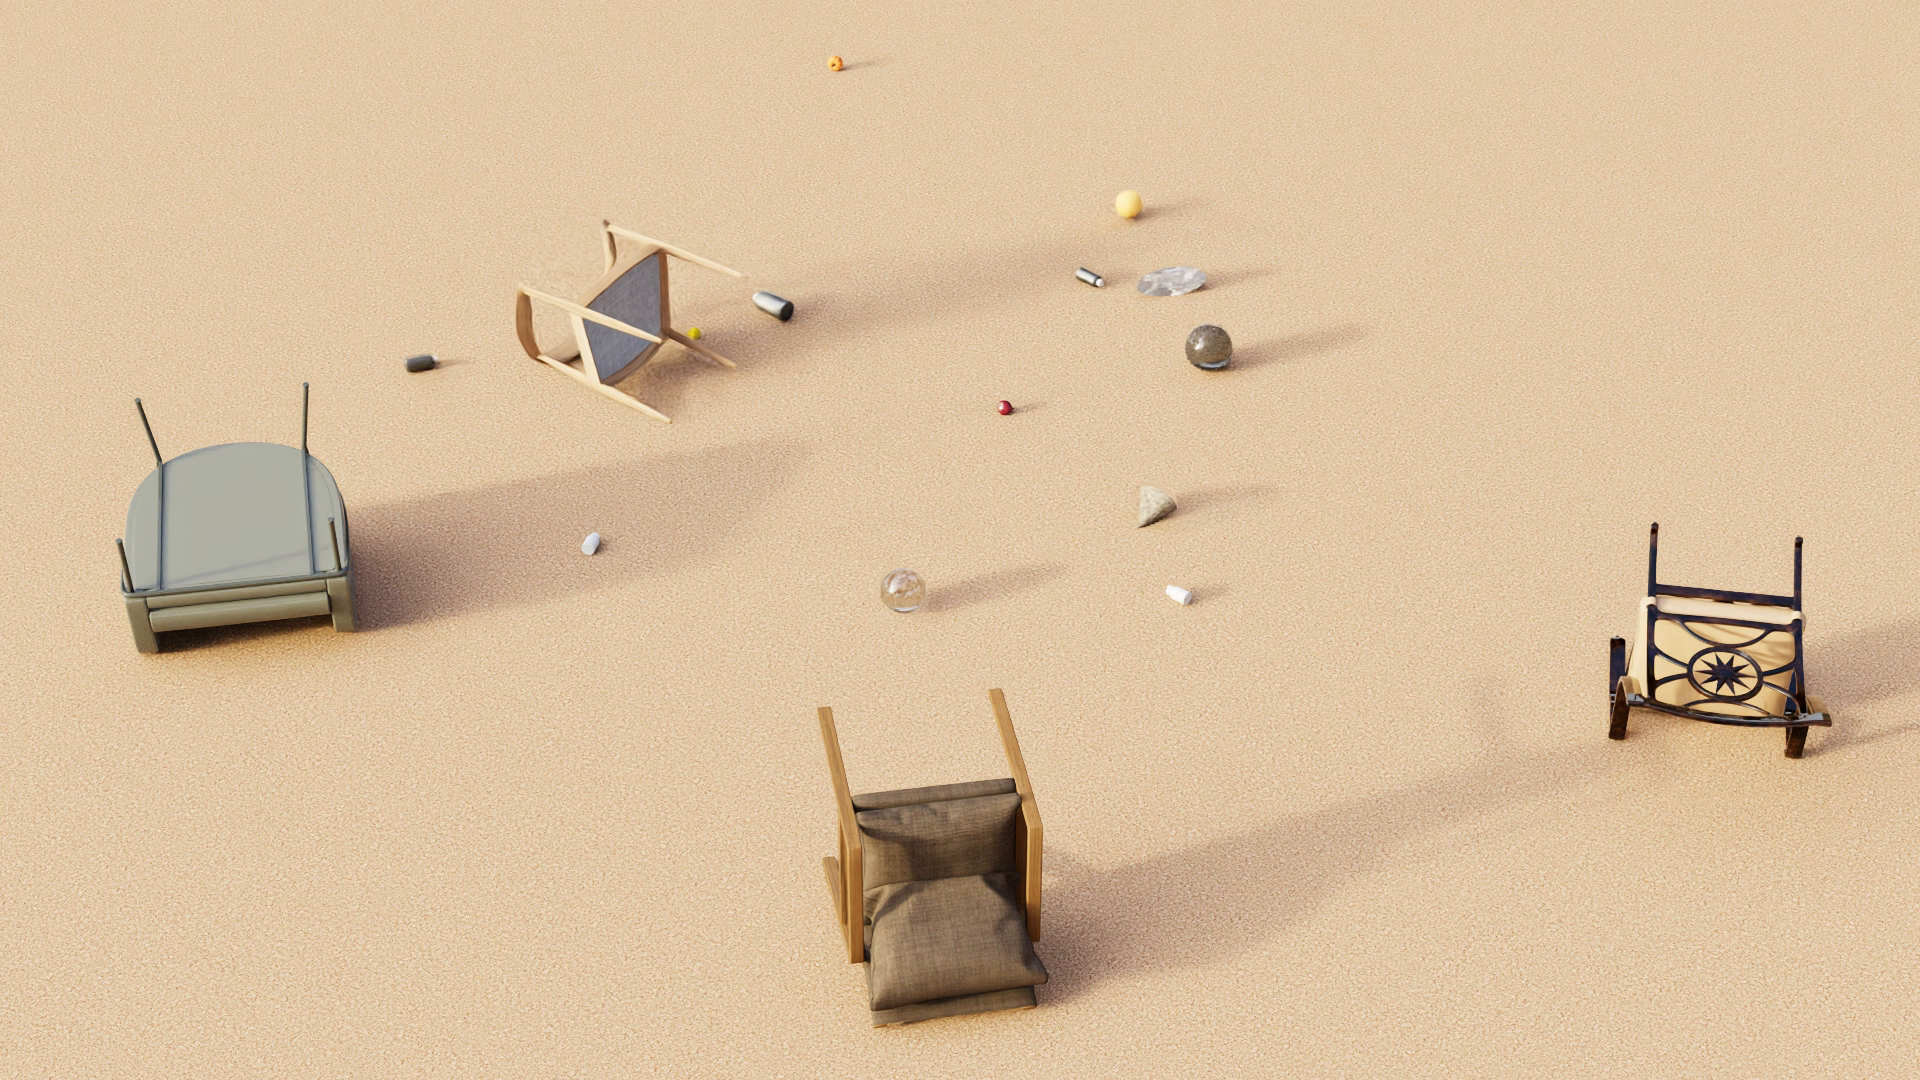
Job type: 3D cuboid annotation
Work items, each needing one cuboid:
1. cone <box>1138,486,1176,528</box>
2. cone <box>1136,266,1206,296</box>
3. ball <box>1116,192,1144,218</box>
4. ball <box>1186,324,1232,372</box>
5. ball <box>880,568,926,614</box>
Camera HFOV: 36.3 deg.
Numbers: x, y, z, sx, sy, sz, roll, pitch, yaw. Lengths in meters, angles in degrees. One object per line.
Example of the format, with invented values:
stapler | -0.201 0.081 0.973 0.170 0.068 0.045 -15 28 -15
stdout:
cone | 0.707 -0.100 11.035 0.159 0.147 0.151 14 60 45
cone | 0.883 -1.130 12.605 0.307 0.124 0.203 -9 17 -9
ball | 0.757 -1.498 13.106 0.122 0.122 0.122 0 33 0
ball | 1.015 -0.785 11.961 0.193 0.193 0.193 0 33 0
ball | -0.204 0.182 10.520 0.163 0.163 0.163 0 33 0
